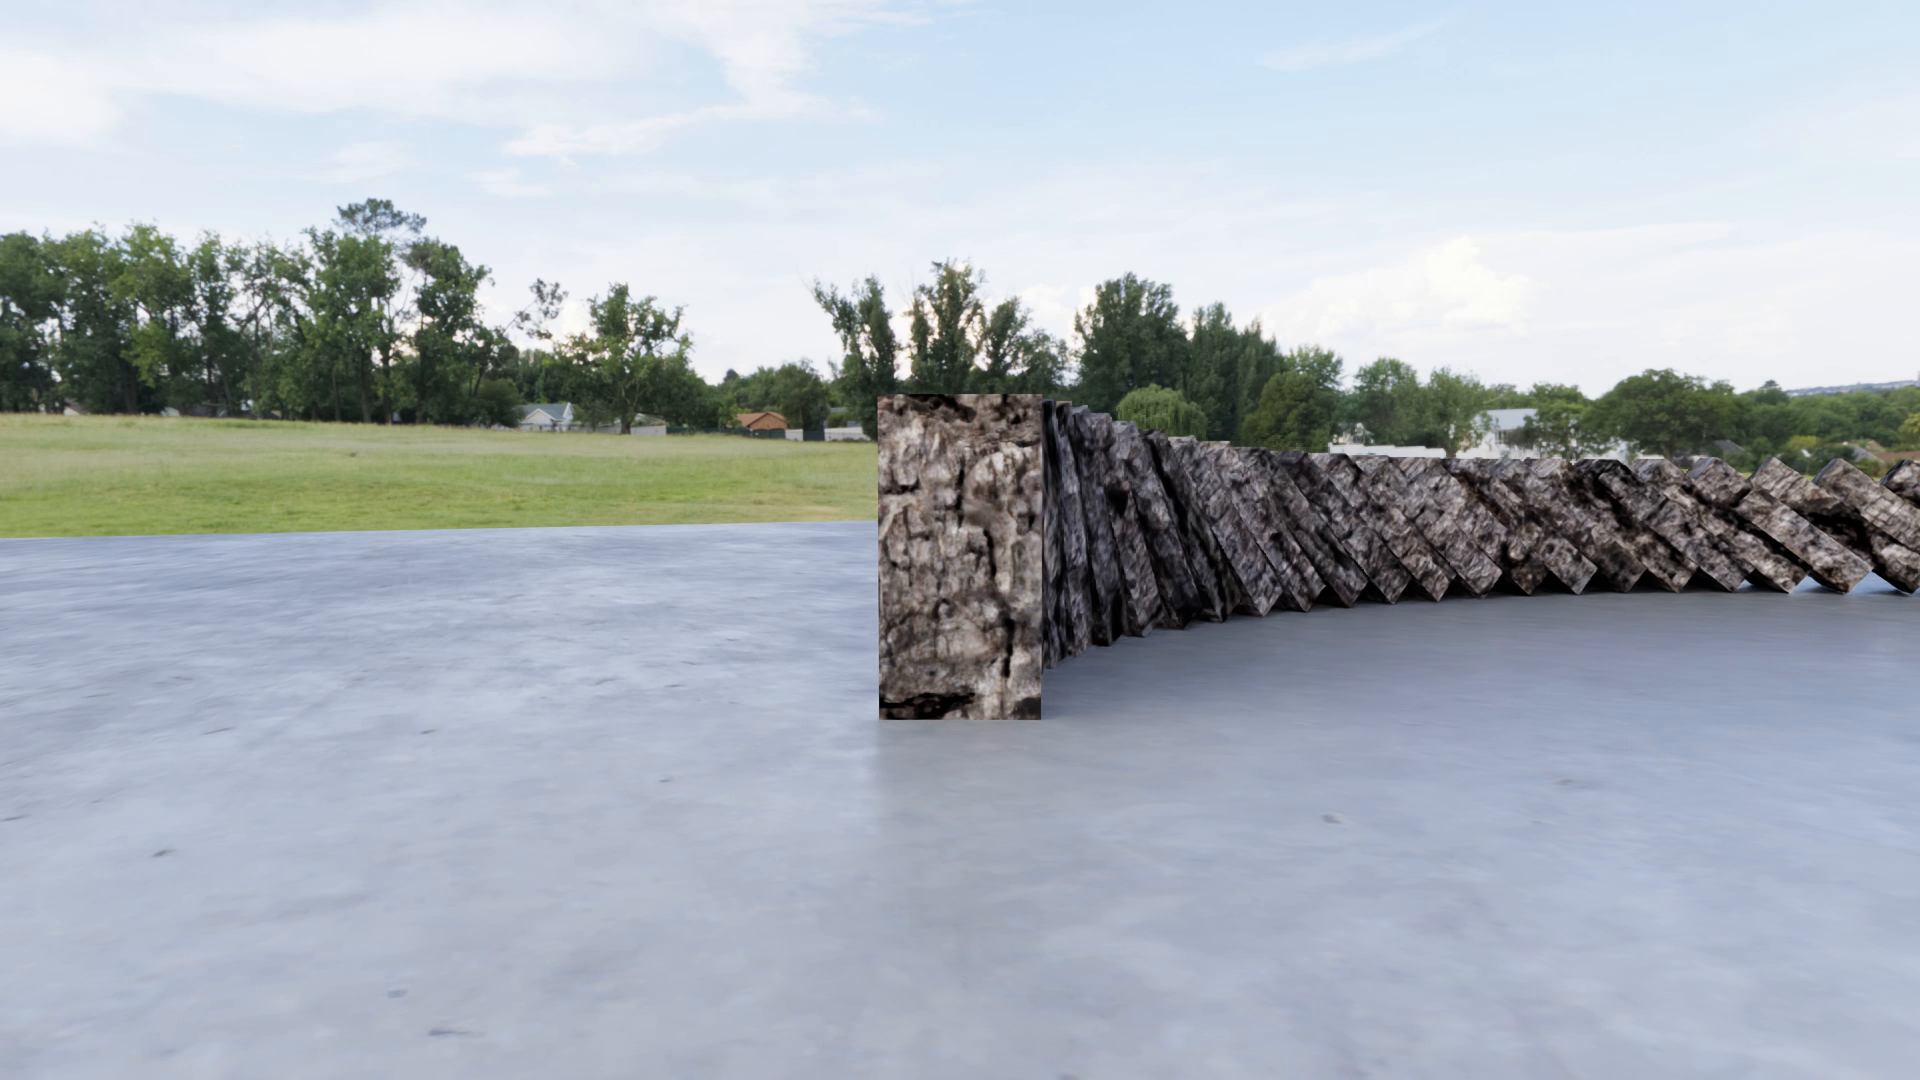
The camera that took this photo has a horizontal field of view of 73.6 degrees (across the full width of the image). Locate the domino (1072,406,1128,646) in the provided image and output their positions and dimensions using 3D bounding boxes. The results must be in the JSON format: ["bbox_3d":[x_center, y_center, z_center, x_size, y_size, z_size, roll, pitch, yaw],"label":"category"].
[{"bbox_3d":[0.018,-0.003,0.271,0.025,0.050,0.009,3,26,36],"label":"domino"}]

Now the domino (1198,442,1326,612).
[{"bbox_3d":[0.069,-0.003,0.325,0.010,0.050,0.025,-49,26,-20],"label":"domino"}]

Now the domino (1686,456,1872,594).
[{"bbox_3d":[0.239,-0.005,0.378,0.050,0.009,0.025,41,15,13],"label":"domino"}]

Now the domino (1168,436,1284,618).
[{"bbox_3d":[0.057,-0.003,0.315,0.009,0.050,0.025,-48,29,-24],"label":"domino"}]

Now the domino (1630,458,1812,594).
[{"bbox_3d":[0.221,-0.005,0.378,0.050,0.009,0.025,38,10,5],"label":"domino"}]

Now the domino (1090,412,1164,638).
[{"bbox_3d":[0.026,-0.003,0.283,0.025,0.050,0.010,4,32,41],"label":"domino"}]

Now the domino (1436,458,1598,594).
[{"bbox_3d":[0.156,-0.004,0.369,0.050,0.009,0.025,38,-3,-11],"label":"domino"}]

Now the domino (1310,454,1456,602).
[{"bbox_3d":[0.110,-0.004,0.350,0.050,0.009,0.025,42,-12,-19],"label":"domino"}]

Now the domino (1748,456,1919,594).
[{"bbox_3d":[0.255,-0.005,0.374,0.050,0.010,0.025,43,20,20],"label":"domino"}]

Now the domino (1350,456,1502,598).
[{"bbox_3d":[0.124,-0.004,0.357,0.050,0.009,0.025,41,-9,-17],"label":"domino"}]

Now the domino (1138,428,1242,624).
[{"bbox_3d":[0.046,-0.003,0.305,0.025,0.050,0.009,5,43,49],"label":"domino"}]

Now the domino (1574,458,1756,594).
[{"bbox_3d":[0.204,-0.005,0.378,0.050,0.009,0.025,38,5,0],"label":"domino"}]

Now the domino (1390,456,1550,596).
[{"bbox_3d":[0.140,-0.004,0.363,0.050,0.009,0.025,39,-7,-15],"label":"domino"}]

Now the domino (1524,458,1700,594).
[{"bbox_3d":[0.188,-0.005,0.377,0.050,0.009,0.025,38,3,-3],"label":"domino"}]

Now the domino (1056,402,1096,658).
[{"bbox_3d":[0.012,-0.002,0.259,0.025,0.050,0.009,2,19,30],"label":"domino"}]

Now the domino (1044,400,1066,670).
[{"bbox_3d":[0.006,-0.001,0.247,0.025,0.050,0.009,2,13,25],"label":"domino"}]

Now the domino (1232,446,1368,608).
[{"bbox_3d":[0.082,-0.003,0.334,0.050,0.010,0.025,47,-18,-23],"label":"domino"}]

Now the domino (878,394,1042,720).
[{"bbox_3d":[0.000,0.002,0.201,0.025,0.050,0.010,0,4,0],"label":"domino"}]

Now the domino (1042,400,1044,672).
[{"bbox_3d":[0.002,0.000,0.233,0.025,0.050,0.009,1,7,13],"label":"domino"}]

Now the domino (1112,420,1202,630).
[{"bbox_3d":[0.036,-0.003,0.294,0.025,0.050,0.009,4,38,46],"label":"domino"}]

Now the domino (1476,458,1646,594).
[{"bbox_3d":[0.171,-0.005,0.374,0.050,0.009,0.025,38,0,-7],"label":"domino"}]

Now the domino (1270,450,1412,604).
[{"bbox_3d":[0.095,-0.004,0.343,0.050,0.009,0.025,44,-15,-21],"label":"domino"}]

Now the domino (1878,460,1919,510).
[{"bbox_3d":[0.283,-0.003,0.357,0.050,0.009,0.025,43,23,21],"label":"domino"}]

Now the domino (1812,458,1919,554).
[{"bbox_3d":[0.269,-0.004,0.365,0.050,0.010,0.025,43,22,21],"label":"domino"}]
